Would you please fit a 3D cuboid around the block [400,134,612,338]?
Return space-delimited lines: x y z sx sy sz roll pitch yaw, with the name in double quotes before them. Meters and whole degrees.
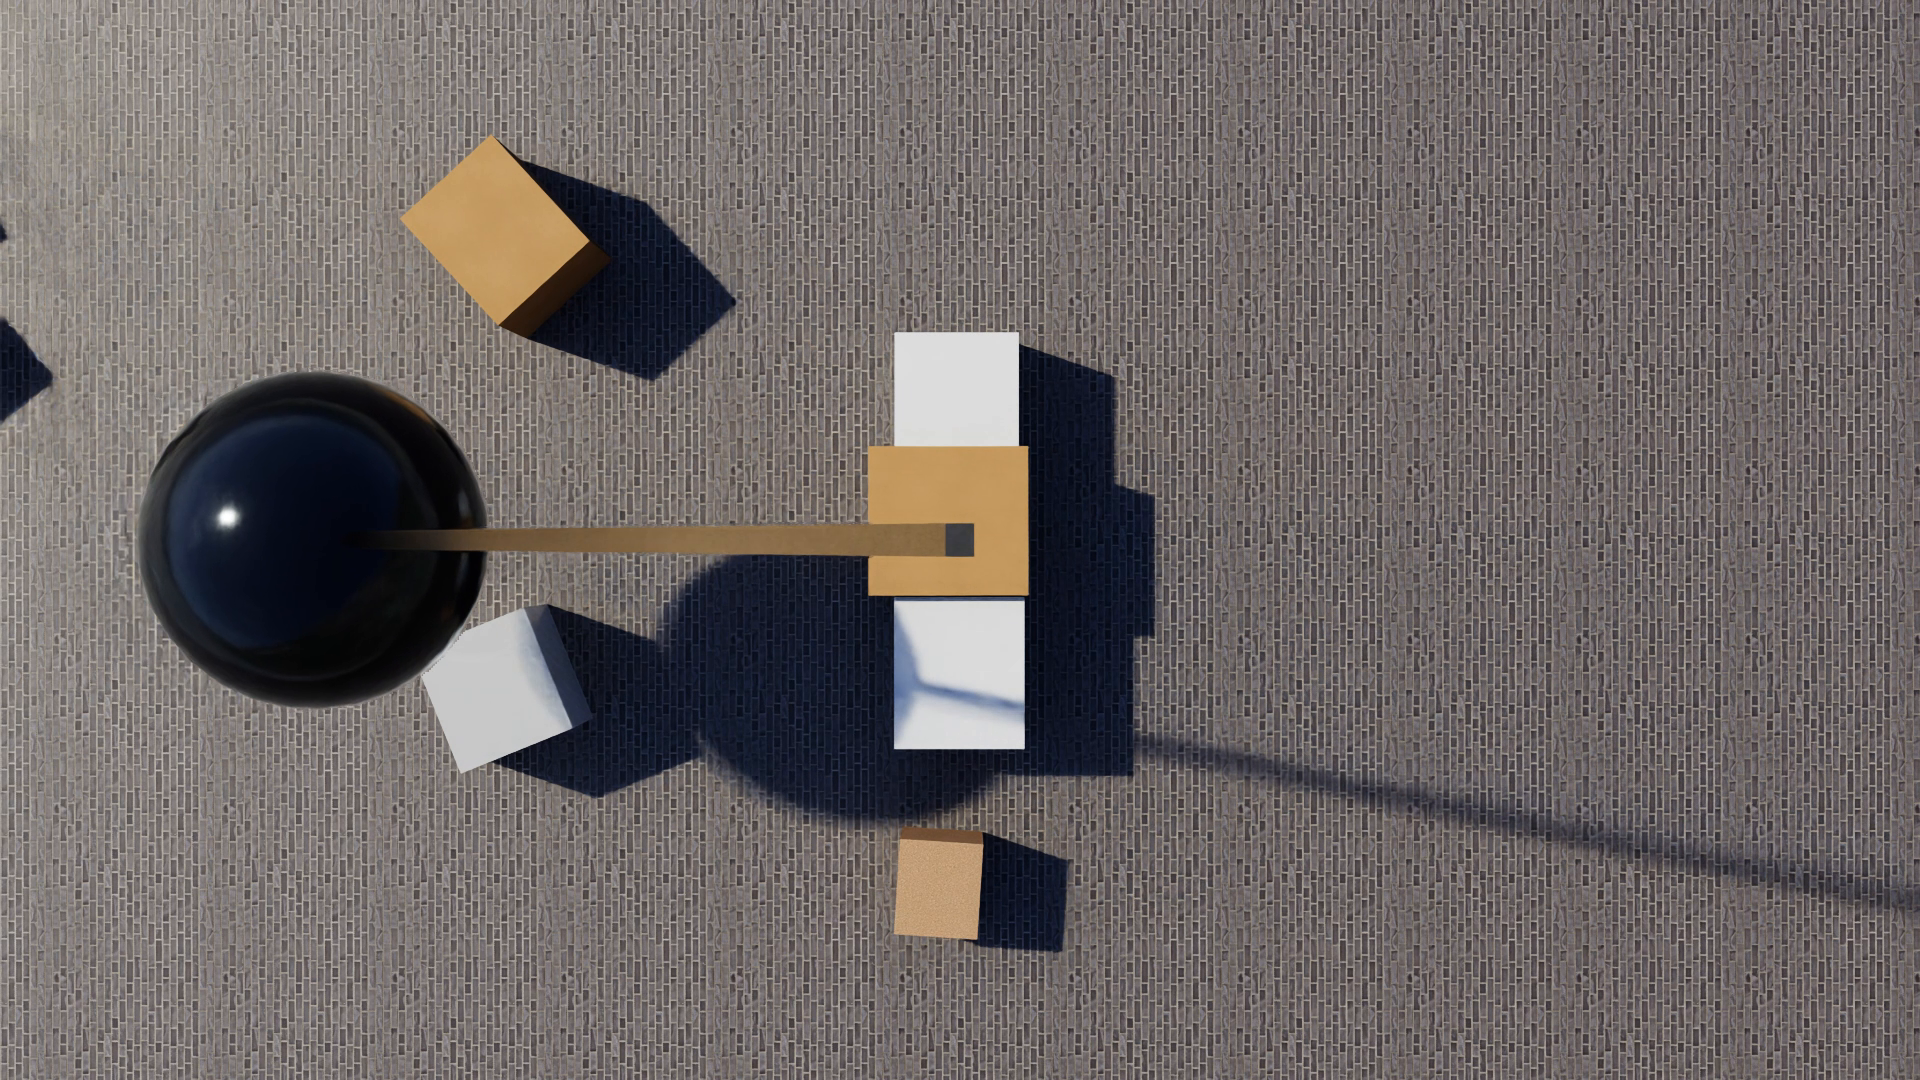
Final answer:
"block" -2.581 -1.720 12.598 0.692 0.804 0.805 -43 90 0

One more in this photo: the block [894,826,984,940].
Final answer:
"block" -0.121 1.978 12.725 0.473 0.549 0.541 4 90 0

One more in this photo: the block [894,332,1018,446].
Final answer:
"block" -0.018 -0.847 12.684 0.698 0.632 0.639 0 90 0

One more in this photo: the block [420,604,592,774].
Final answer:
"block" -2.617 0.842 12.651 0.675 0.698 0.730 -22 90 0

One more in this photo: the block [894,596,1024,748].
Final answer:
"block" -0.004 0.742 12.638 0.727 0.724 0.849 0 90 0

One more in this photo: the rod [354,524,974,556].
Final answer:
"rod" -1.320 0.000 7.480 0.080 5.200 0.080 0 90 -31

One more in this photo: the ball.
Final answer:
"ball" -3.045 0.000 10.410 1.600 1.600 1.600 0 90 0

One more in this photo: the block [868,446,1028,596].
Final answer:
"block" -0.064 -0.106 12.581 0.884 0.837 0.825 0 90 0
